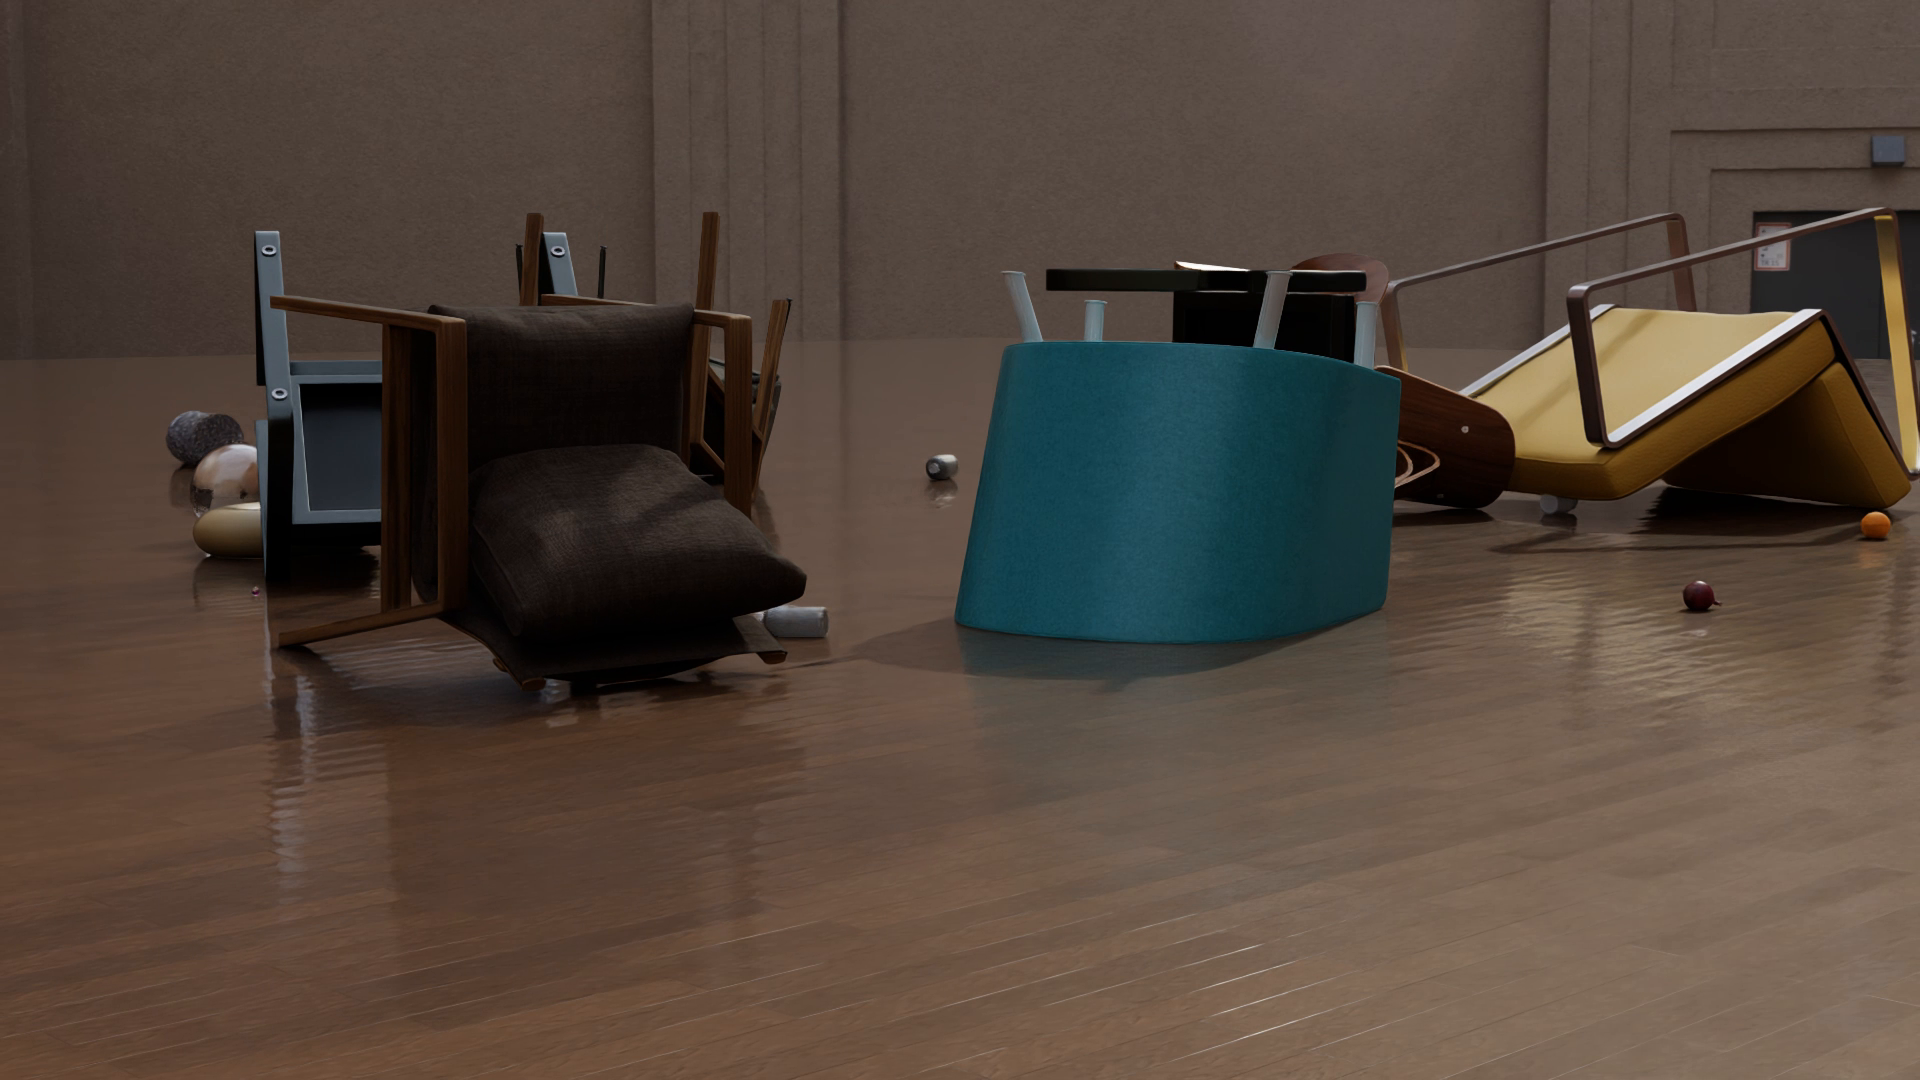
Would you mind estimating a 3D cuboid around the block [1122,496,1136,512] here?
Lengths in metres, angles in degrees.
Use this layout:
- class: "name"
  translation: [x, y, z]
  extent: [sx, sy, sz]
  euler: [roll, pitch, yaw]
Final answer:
- class: "block"
  translation: [0.474, -0.102, 7.209]
  extent: [0.033, 0.040, 0.035]
  euler: [2, 6, 16]

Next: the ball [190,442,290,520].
- class: "ball"
  translation: [-1.798, -0.122, 6.408]
  extent: [0.243, 0.243, 0.243]
  euler: [0, 6, 0]

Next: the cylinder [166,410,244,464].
- class: "cylinder"
  translation: [-2.638, -0.354, 8.959]
  extent: [0.187, 0.179, 0.267]
  euler: [-48, 29, -21]

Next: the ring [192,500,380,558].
- class: "ring"
  translation: [-1.608, -0.028, 6.139]
  extent: [0.451, 0.115, 0.361]
  euler: [-6, 7, -39]

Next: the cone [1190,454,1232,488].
- class: "cone"
  translation: [0.808, -0.189, 7.979]
  extent: [0.111, 0.124, 0.187]
  euler: [37, 23, 26]

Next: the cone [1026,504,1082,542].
- class: "cone"
  translation: [0.237, -0.048, 6.455]
  extent: [0.104, 0.087, 0.177]
  euler: [6, 8, 44]
